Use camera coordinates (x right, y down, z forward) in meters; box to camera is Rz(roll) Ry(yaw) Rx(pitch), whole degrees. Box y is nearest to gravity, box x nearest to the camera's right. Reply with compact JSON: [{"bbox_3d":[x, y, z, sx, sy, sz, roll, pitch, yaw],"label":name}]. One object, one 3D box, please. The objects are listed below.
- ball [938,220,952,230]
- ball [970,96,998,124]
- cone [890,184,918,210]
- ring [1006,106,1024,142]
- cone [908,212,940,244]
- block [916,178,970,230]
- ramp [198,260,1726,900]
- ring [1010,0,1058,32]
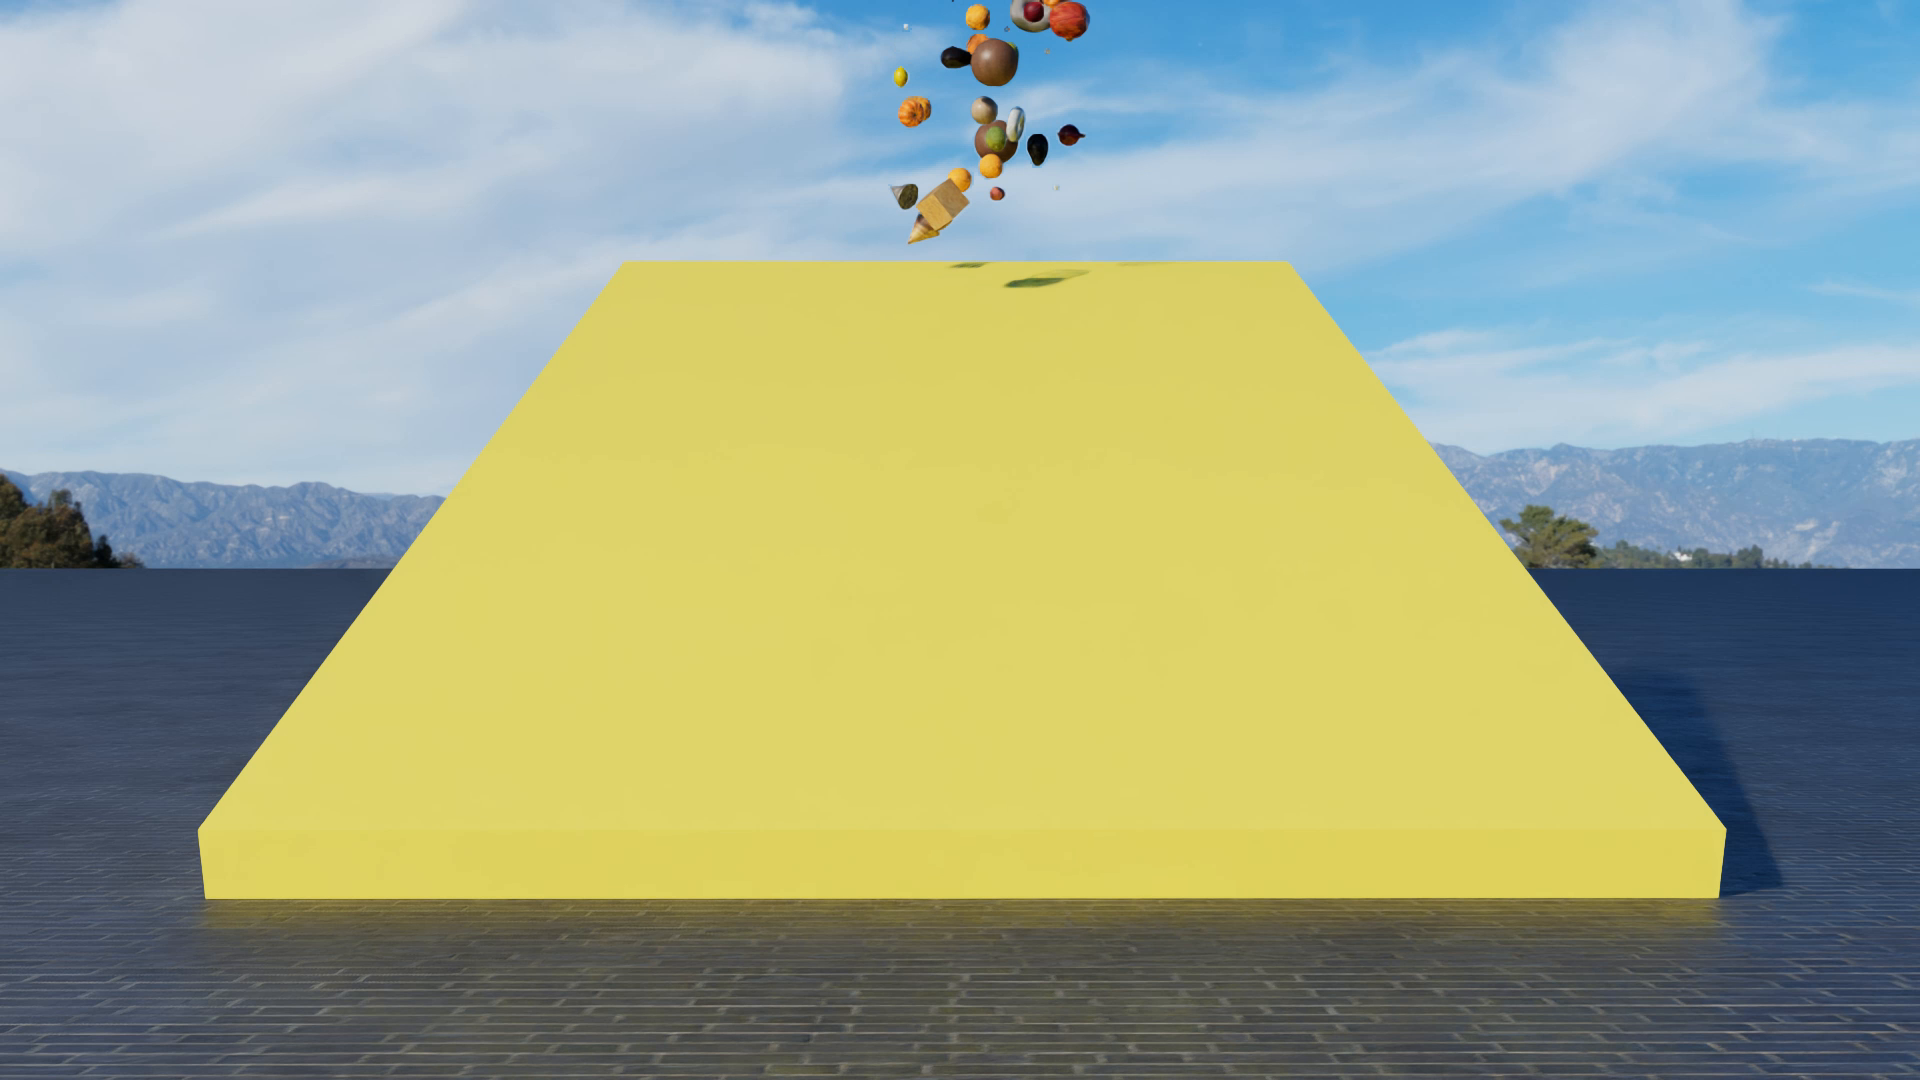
[{"bbox_3d":[-0.067,-0.961,6.573,0.094,0.094,0.094,0,-1,0],"label":"ball"},{"bbox_3d":[0.069,-1.208,6.281,0.078,0.078,0.078,0,-1,0],"label":"ball"},{"bbox_3d":[-0.176,-1.009,6.470,0.079,0.079,0.079,32,19,34],"label":"cone"},{"bbox_3d":[0.155,-1.156,6.209,0.033,0.098,0.098,12,2,14],"label":"ring"},{"bbox_3d":[-0.123,-0.893,6.522,0.090,0.090,0.090,-45,9,-10],"label":"cone"},{"bbox_3d":[-0.047,-0.921,6.125,0.087,0.087,0.087,-24,20,52],"label":"block"},{"bbox_3d":[-0.003,-0.183,4.841,2.000,0.100,4.000,0,18,0],"label":"ramp"},{"bbox_3d":[0.219,-1.560,6.590,0.146,0.146,0.049,0,-32,-1],"label":"ring"}]
